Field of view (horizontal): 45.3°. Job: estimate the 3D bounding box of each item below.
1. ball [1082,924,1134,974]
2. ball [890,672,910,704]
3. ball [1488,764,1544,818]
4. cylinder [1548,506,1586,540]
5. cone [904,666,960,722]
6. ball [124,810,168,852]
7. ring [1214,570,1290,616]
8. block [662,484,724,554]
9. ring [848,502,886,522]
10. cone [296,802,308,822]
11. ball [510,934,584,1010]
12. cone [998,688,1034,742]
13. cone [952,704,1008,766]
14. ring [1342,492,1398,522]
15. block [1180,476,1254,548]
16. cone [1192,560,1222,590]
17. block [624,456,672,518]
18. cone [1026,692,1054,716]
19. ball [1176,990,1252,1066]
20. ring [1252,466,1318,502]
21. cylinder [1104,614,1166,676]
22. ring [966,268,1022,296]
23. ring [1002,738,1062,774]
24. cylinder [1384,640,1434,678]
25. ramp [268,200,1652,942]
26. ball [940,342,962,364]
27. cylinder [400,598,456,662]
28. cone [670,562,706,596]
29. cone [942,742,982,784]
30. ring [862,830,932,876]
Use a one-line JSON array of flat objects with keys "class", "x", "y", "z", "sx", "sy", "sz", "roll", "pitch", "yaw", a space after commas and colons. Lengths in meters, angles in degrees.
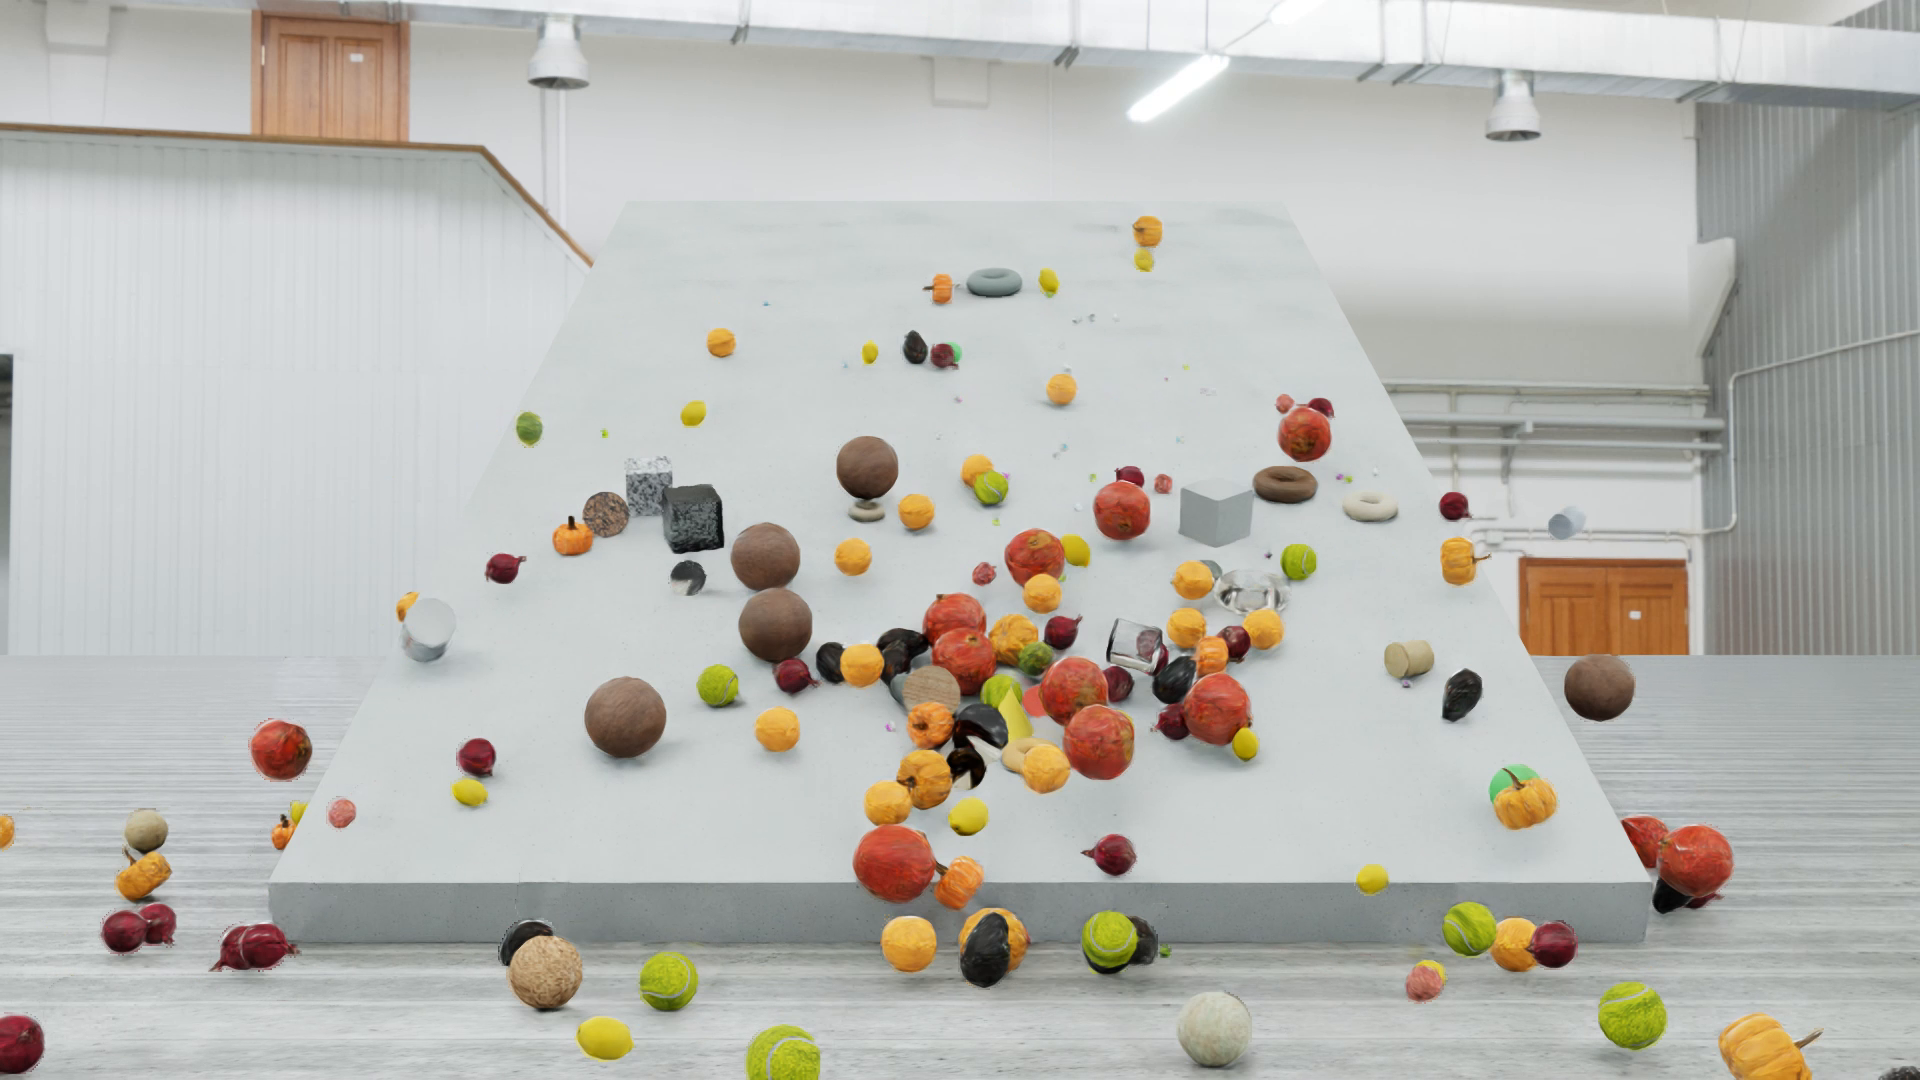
[{"class": "ball", "x": 0.195, "y": 0.538, "z": 3.028, "sx": 0.066, "sy": 0.066, "sz": 0.066, "roll": 0, "pitch": -3, "yaw": 0}, {"class": "ball", "x": -0.093, "y": 0.248, "z": 3.854, "sx": 0.051, "sy": 0.051, "sz": 0.051, "roll": 0, "pitch": -3, "yaw": 0}, {"class": "ball", "x": 0.845, "y": 0.381, "z": 3.497, "sx": 0.082, "sy": 0.082, "sz": 0.082, "roll": 0, "pitch": -3, "yaw": 0}, {"class": "cylinder", "x": 1.487, "y": -0.042, "z": 5.638, "sx": 0.066, "sy": 0.066, "sz": 0.066, "roll": -3, "pitch": 16, "yaw": 43}, {"class": "cone", "x": -0.048, "y": 0.258, "z": 3.843, "sx": 0.095, "sy": 0.095, "sz": 0.095, "roll": 0, "pitch": -4, "yaw": -1}, {"class": "ball", "x": -1.714, "y": 0.613, "z": 4.851, "sx": 0.088, "sy": 0.088, "sz": 0.088, "roll": 0, "pitch": -3, "yaw": 0}, {"class": "ring", "x": 0.536, "y": 0.096, "z": 4.231, "sx": 0.142, "sy": 0.047, "sz": 0.142, "roll": 1, "pitch": 23, "yaw": -1}, {"class": "block", "x": -0.521, "y": -0.042, "z": 4.491, "sx": 0.099, "sy": 0.099, "sz": 0.099, "roll": -7, "pitch": 24, "yaw": -17}, {"class": "ring", "x": -0.188, "y": -0.057, "z": 4.627, "sx": 0.076, "sy": 0.025, "sz": 0.076, "roll": 3, "pitch": 21, "yaw": -1}, {"class": "cone", "x": -1.614, "y": 0.670, "z": 5.681, "sx": 0.052, "sy": 0.052, "sz": 0.052, "roll": 0, "pitch": -3, "yaw": 0}, {"class": "ball", "x": -0.493, "y": 0.514, "z": 2.743, "sx": 0.087, "sy": 0.087, "sz": 0.087, "roll": 0, "pitch": -3, "yaw": 0}, {"class": "cone", "x": 0.082, "y": 0.276, "z": 3.751, "sx": 0.080, "sy": 0.080, "sz": 0.080, "roll": 0, "pitch": 22, "yaw": 0}, {"class": "cone", "x": 0.011, "y": 0.315, "z": 3.702, "sx": 0.099, "sy": 0.099, "sz": 0.099, "roll": 1, "pitch": -7, "yaw": -26}, {"class": "ring", "x": 0.828, "y": -0.068, "z": 4.643, "sx": 0.113, "sy": 0.038, "sz": 0.113, "roll": 1, "pitch": 21, "yaw": 0}, {"class": "block", "x": 0.503, "y": -0.056, "z": 4.530, "sx": 0.100, "sy": 0.100, "sz": 0.100, "roll": -18, "pitch": 29, "yaw": -37}, {"class": "cone", "x": 0.463, "y": 0.068, "z": 4.325, "sx": 0.059, "sy": 0.059, "sz": 0.059, "roll": 0, "pitch": -5, "yaw": 3}, {"class": "block", "x": -0.628, "y": -0.108, "z": 4.658, "sx": 0.093, "sy": 0.093, "sz": 0.093, "roll": -3, "pitch": 23, "yaw": -8}, {"class": "cone", "x": 0.124, "y": 0.269, "z": 3.840, "sx": 0.052, "sy": 0.052, "sz": 0.052, "roll": 1, "pitch": 14, "yaw": -20}, {"class": "ball", "x": 0.261, "y": 0.502, "z": 2.365, "sx": 0.076, "sy": 0.076, "sz": 0.076, "roll": 0, "pitch": -3, "yaw": 0}, {"class": "ring", "x": 0.670, "y": -0.115, "z": 4.745, "sx": 0.134, "sy": 0.045, "sz": 0.134, "roll": 1, "pitch": 24, "yaw": 0}, {"class": "cylinder", "x": 0.290, "y": 0.175, "z": 3.823, "sx": 0.077, "sy": 0.077, "sz": 0.077, "roll": 28, "pitch": -2, "yaw": 2}, {"class": "ring", "x": 0.091, "y": -0.684, "z": 6.113, "sx": 0.149, "sy": 0.050, "sz": 0.149, "roll": -1, "pitch": 23, "yaw": 0}, {"class": "ring", "x": 0.113, "y": 0.342, "z": 3.653, "sx": 0.095, "sy": 0.032, "sz": 0.095, "roll": 0, "pitch": 21, "yaw": 0}, {"class": "cylinder", "x": 0.769, "y": 0.203, "z": 3.946, "sx": 0.060, "sy": 0.060, "sz": 0.060, "roll": -6, "pitch": 1, "yaw": -31}, {"class": "ramp", "x": -0.007, "y": -0.223, "z": 5.193, "sx": 2.000, "sy": 0.100, "sz": 4.000, "roll": 0, "pitch": 22, "yaw": 0}, {"class": "ball", "x": -0.021, "y": -0.451, "z": 5.542, "sx": 0.054, "sy": 0.054, "sz": 0.054, "roll": 0, "pitch": -3, "yaw": 0}, {"class": "cylinder", "x": -0.915, "y": 0.155, "z": 3.960, "sx": 0.087, "sy": 0.087, "sz": 0.087, "roll": 1, "pitch": -22, "yaw": -20}, {"class": "cone", "x": -0.501, "y": 0.073, "z": 4.303, "sx": 0.067, "sy": 0.067, "sz": 0.067, "roll": 0, "pitch": -2, "yaw": 7}, {"class": "cone", "x": 0.016, "y": 0.359, "z": 3.614, "sx": 0.067, "sy": 0.067, "sz": 0.067, "roll": -1, "pitch": -21, "yaw": 23}, {"class": "ring", "x": -0.093, "y": 0.457, "z": 3.370, "sx": 0.104, "sy": 0.035, "sz": 0.104, "roll": 3, "pitch": 19, "yaw": -1}]
